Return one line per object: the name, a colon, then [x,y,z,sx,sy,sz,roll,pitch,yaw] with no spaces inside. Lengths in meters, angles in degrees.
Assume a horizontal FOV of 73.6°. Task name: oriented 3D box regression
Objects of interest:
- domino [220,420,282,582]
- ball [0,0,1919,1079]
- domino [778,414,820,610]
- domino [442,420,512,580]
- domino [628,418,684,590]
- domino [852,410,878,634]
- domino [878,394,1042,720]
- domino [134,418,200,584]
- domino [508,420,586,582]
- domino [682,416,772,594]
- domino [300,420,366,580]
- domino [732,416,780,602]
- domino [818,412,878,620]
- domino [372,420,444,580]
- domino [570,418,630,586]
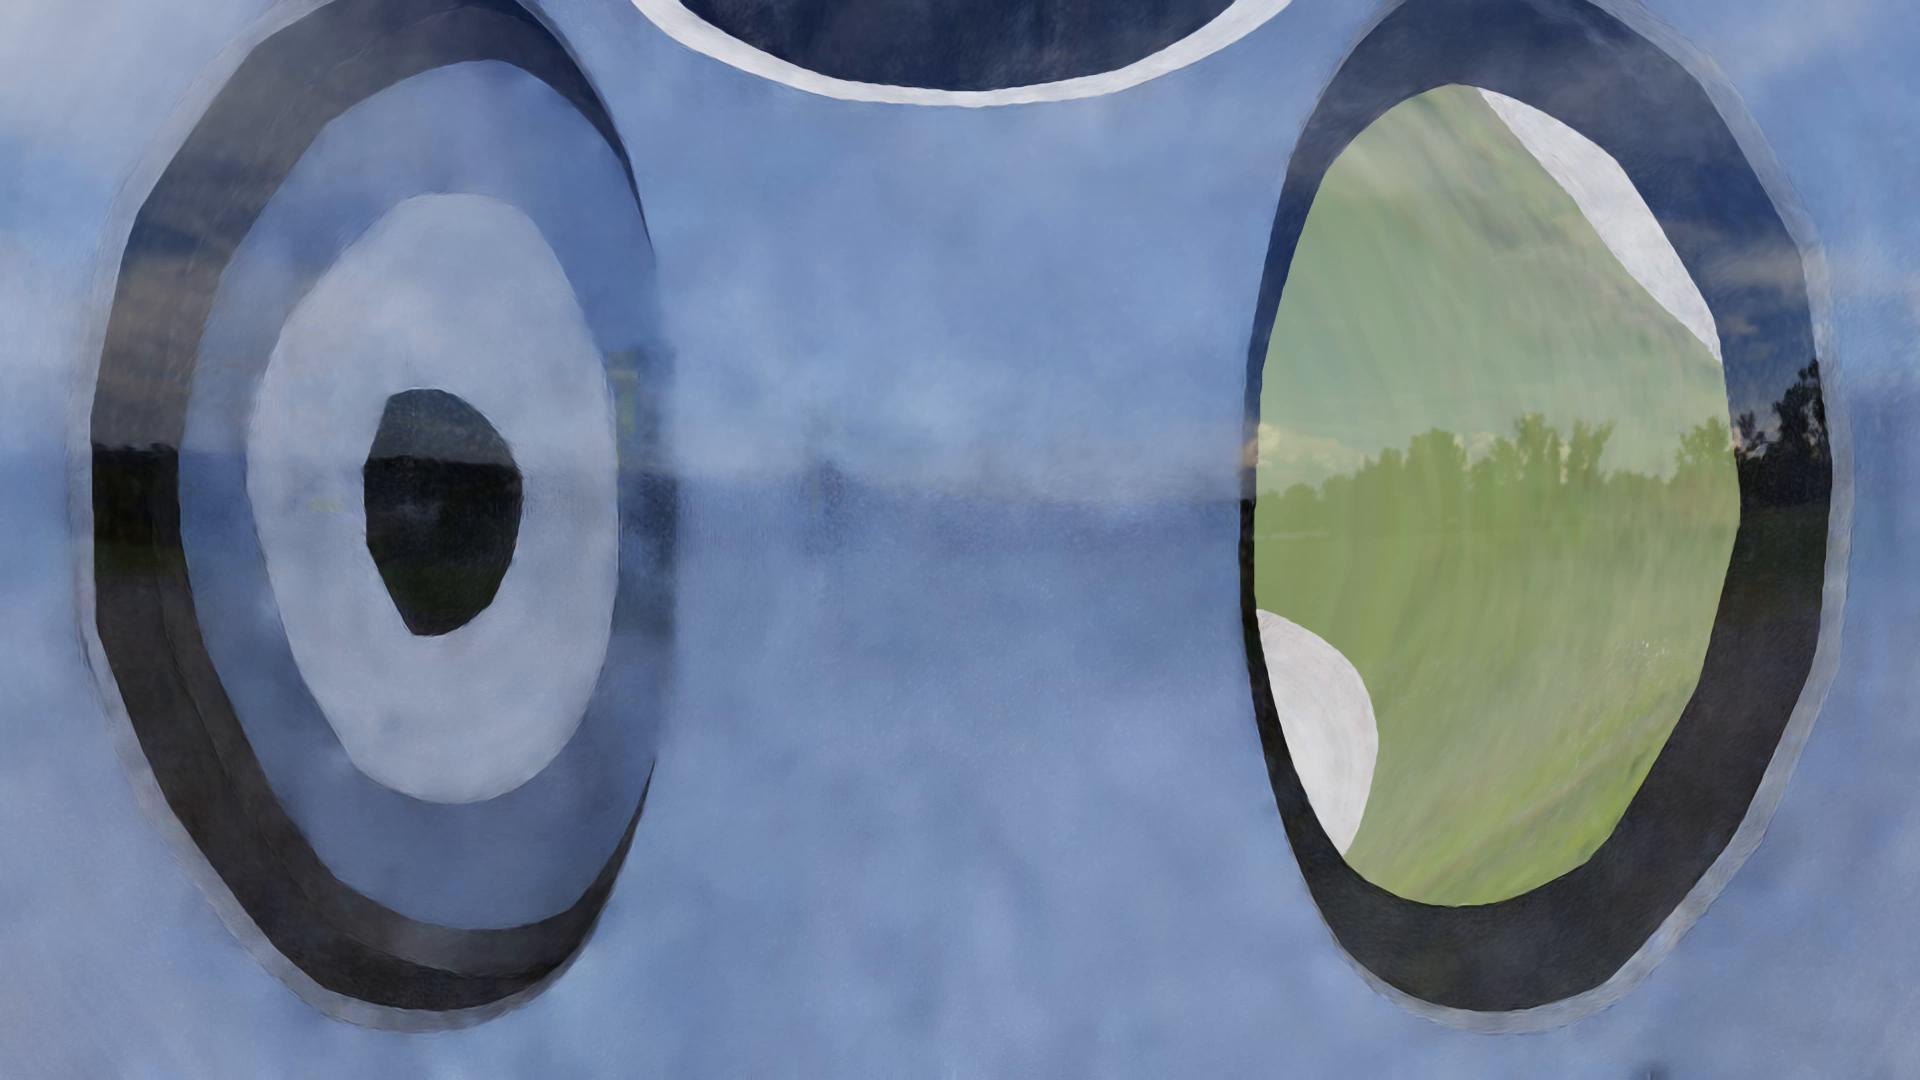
domino: [-0.226,-0.013,0.410,0.010,0.050,0.025,-1,4,-14]
ball: [0.000,-0.002,0.056,0.080,0.080,0.080,0,4,0]
domino: [-0.034,-0.008,0.337,0.025,0.050,0.010,-3,5,-36]
domino: [-0.154,-0.013,0.412,0.009,0.050,0.025,1,4,10]
domino: [-0.087,-0.011,0.386,0.010,0.050,0.025,3,5,32]
domino: [-0.011,-0.005,0.295,0.025,0.050,0.010,-2,5,-21]
domino: [0.000,0.002,0.201,0.025,0.050,0.010,0,4,0]
domino: [-0.249,-0.013,0.403,0.010,0.050,0.025,-1,4,-16]
domino: [-0.131,-0.013,0.406,0.010,0.050,0.025,1,4,17]
domino: [-0.067,-0.010,0.372,0.010,0.050,0.025,3,6,39]
domino: [-0.202,-0.013,0.414,0.009,0.050,0.025,0,4,-5]
domino: [-0.050,-0.009,0.356,0.025,0.050,0.010,-4,6,-43]
domino: [-0.021,-0.006,0.317,0.025,0.050,0.010,-2,5,-29]
domino: [-0.178,-0.014,0.414,0.009,0.050,0.025,0,4,3]
domino: [-0.108,-0.012,0.398,0.009,0.050,0.025,2,5,24]
